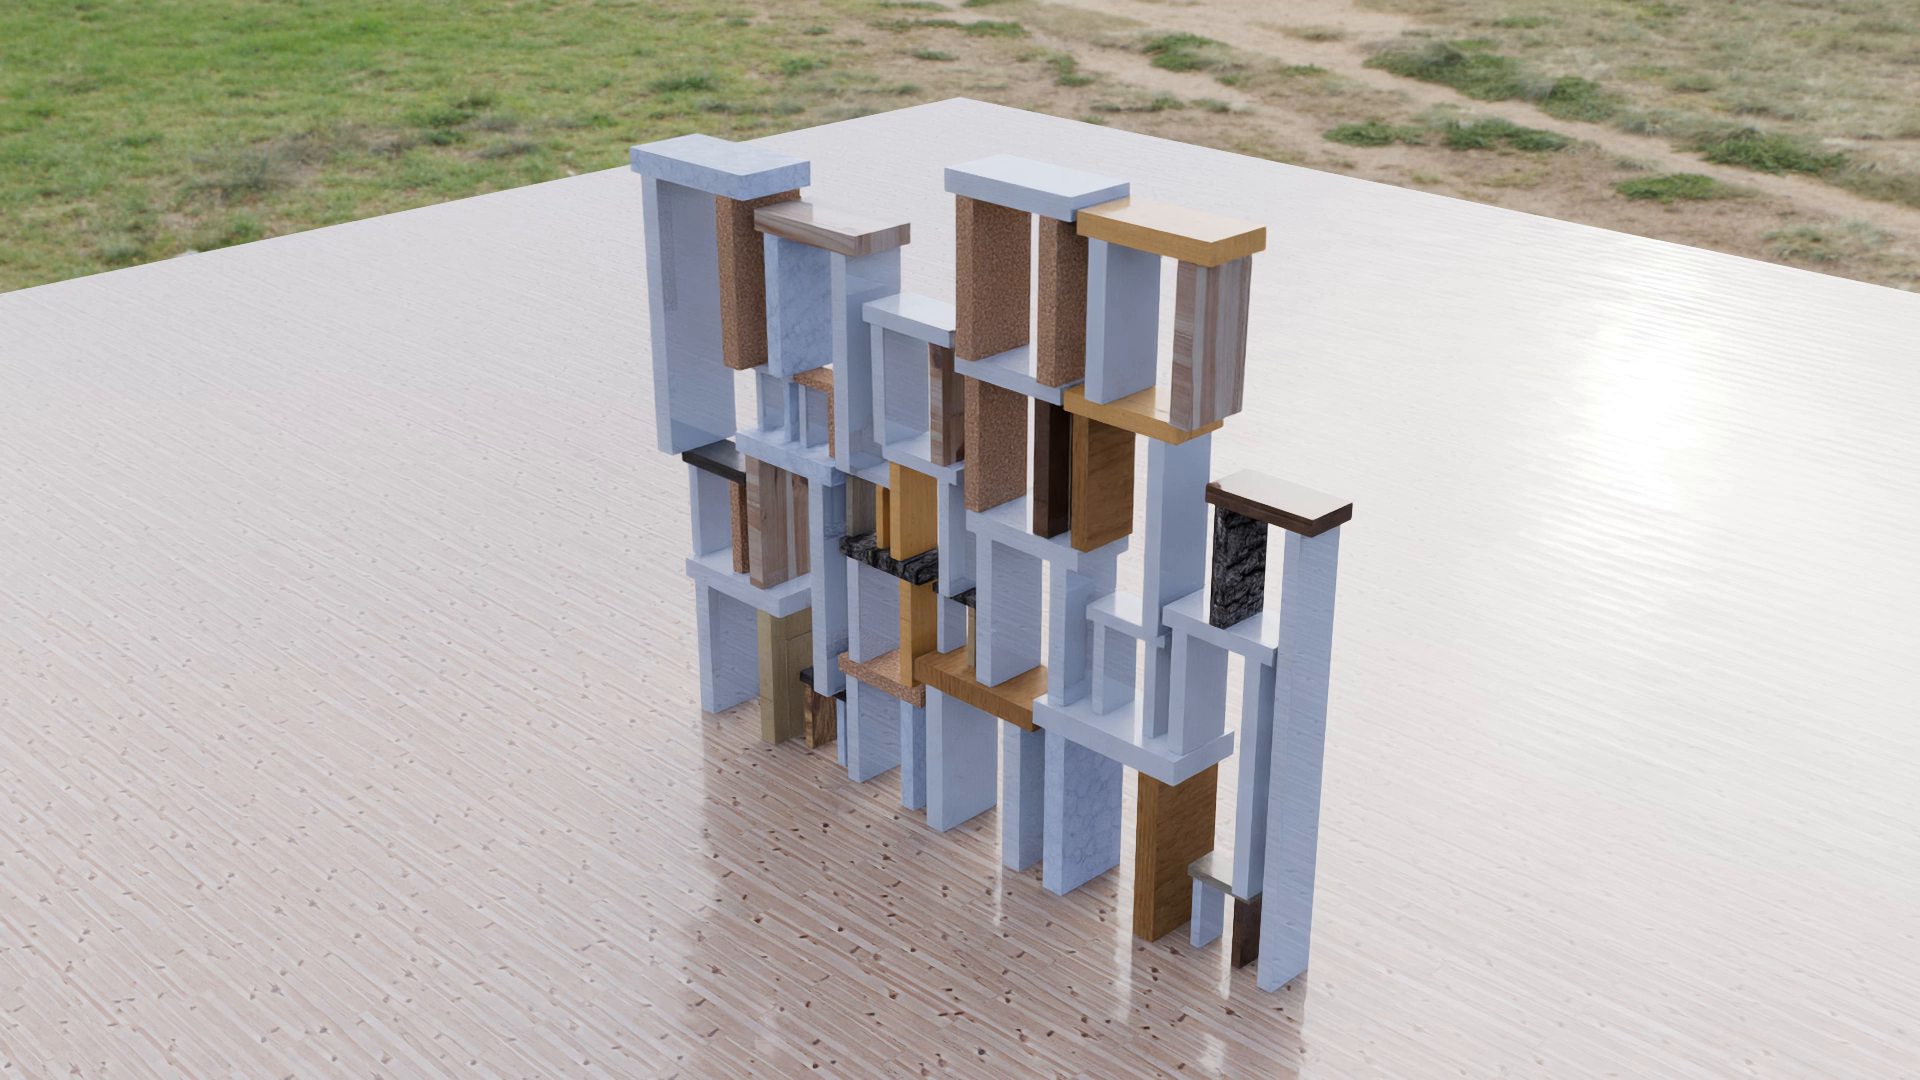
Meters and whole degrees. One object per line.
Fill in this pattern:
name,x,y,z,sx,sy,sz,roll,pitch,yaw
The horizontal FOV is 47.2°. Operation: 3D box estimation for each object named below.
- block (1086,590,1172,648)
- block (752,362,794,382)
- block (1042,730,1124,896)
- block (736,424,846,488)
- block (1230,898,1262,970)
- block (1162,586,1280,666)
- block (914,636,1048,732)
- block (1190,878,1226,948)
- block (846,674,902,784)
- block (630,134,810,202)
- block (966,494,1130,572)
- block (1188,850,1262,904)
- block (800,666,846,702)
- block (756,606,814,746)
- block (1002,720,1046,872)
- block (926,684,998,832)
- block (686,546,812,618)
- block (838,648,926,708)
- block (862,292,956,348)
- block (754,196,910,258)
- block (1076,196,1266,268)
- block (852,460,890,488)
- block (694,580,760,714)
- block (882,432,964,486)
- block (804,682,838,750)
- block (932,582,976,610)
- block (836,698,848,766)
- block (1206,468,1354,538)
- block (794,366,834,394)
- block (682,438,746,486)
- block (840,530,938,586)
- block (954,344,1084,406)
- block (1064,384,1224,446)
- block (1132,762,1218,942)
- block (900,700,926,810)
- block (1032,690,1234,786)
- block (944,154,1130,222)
block,0.325,0.141,3.935,0.183,0.026,0.091,21,31,40
block,-0.358,-0.349,4.466,0.064,0.018,0.128,-21,30,-40
block,0.235,0.489,4.175,0.048,0.339,0.170,21,31,41
block,-0.307,-0.184,4.481,0.293,0.042,0.147,21,31,41
block,0.519,0.693,3.947,0.020,0.141,0.071,21,31,41
block,0.477,0.147,3.771,0.119,0.034,0.238,-21,31,-41
block,0.079,0.274,4.251,0.315,0.045,0.157,21,31,41
block,0.453,0.667,4.009,0.020,0.141,0.071,21,31,41
block,-0.178,0.373,4.573,0.034,0.242,0.121,21,31,41
block,-0.485,-0.753,4.427,0.354,0.050,0.177,21,31,40
block,0.159,-0.019,4.048,0.279,0.040,0.139,21,31,40
block,0.486,0.605,3.946,0.071,0.020,0.141,-21,31,-41
block,-0.260,0.299,4.640,0.076,0.022,0.152,-21,31,-41
block,-0.358,0.271,4.725,0.044,0.310,0.155,21,31,41
block,0.153,0.469,4.253,0.045,0.315,0.157,21,31,41
block,0.005,0.411,4.389,0.045,0.315,0.158,21,31,41
block,-0.431,0.079,4.723,0.311,0.044,0.155,21,31,41
block,-0.121,0.268,4.466,0.242,0.034,0.121,21,31,41
block,-0.060,-0.414,4.119,0.118,0.034,0.237,-21,31,-40
block,-0.248,-0.605,4.240,0.289,0.041,0.144,21,31,40
block,0.347,-0.512,3.633,0.286,0.041,0.143,21,31,41
block,-0.158,-0.135,4.335,0.134,0.019,0.067,21,31,40
block,-0.504,0.214,4.860,0.155,0.311,0.044,-21,31,-41
block,-0.042,-0.157,4.200,0.101,0.029,0.203,-21,31,-40
block,-0.295,0.365,4.706,0.022,0.152,0.076,21,31,41
block,0.013,0.100,4.258,0.063,0.018,0.126,-21,31,-41
block,-0.224,0.393,4.641,0.022,0.152,0.076,21,31,41
block,0.524,-0.063,3.623,0.219,0.031,0.109,21,31,41
block,-0.261,-0.317,4.374,0.133,0.019,0.067,20,30,41
block,-0.487,-0.169,4.684,0.207,0.029,0.103,21,31,41
block,-0.120,0.027,4.363,0.114,0.032,0.229,-21,31,-41
block,0.129,-0.306,3.958,0.130,0.037,0.261,-21,31,-40
block,0.315,-0.227,3.792,0.254,0.036,0.127,21,31,40
block,0.395,0.551,4.027,0.048,0.339,0.170,21,31,41
block,-0.064,0.417,4.468,0.121,0.242,0.034,-21,31,-41
block,0.315,0.342,4.025,0.339,0.048,0.170,21,31,41
block,0.131,-0.613,3.813,0.300,0.042,0.150,21,31,40
